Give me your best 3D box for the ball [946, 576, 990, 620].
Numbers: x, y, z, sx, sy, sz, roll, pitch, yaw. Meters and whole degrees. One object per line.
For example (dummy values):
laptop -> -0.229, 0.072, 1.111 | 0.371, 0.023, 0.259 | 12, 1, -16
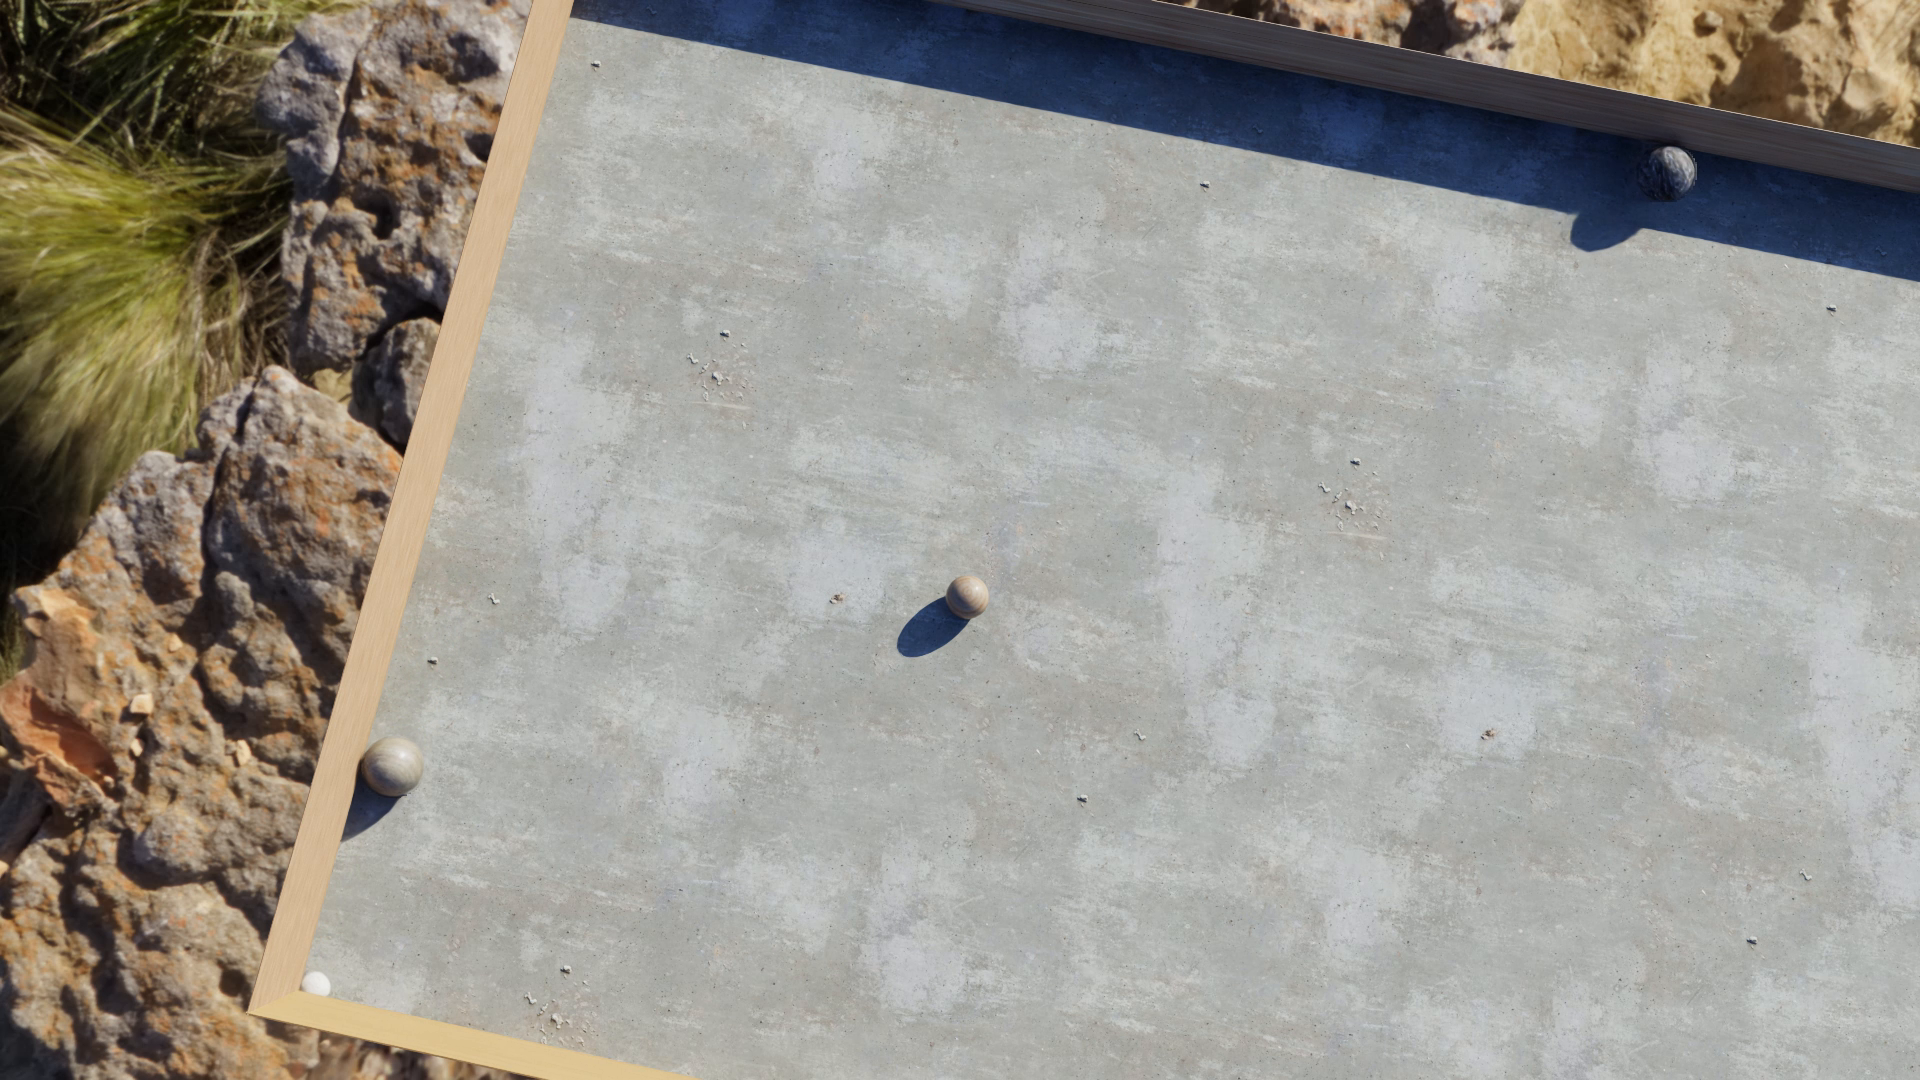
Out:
ball -> 0.011, 0.086, 3.309 | 0.066, 0.066, 0.066 | 0, 76, 0

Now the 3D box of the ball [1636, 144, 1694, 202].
ball -> 1.109, -0.577, 3.458 | 0.088, 0.088, 0.088 | 0, 76, 0

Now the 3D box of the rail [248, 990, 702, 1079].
rail -> 0.633, 0.993, 3.063 | 3.334, 0.115, 0.045 | 12, 77, 3

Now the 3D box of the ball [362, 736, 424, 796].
ball -> -0.834, 0.333, 3.237 | 0.089, 0.089, 0.089 | 0, 76, 0

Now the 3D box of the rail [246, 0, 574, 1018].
rail -> -0.792, -0.169, 3.345 | 0.045, 0.115, 1.795 | 12, 77, 3

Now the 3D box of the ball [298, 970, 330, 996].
ball -> -0.936, 0.648, 3.181 | 0.048, 0.048, 0.048 | 0, 76, 0

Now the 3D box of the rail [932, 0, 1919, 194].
rail -> 0.997, -0.668, 3.465 | 3.334, 0.115, 0.045 | 12, 77, 3
